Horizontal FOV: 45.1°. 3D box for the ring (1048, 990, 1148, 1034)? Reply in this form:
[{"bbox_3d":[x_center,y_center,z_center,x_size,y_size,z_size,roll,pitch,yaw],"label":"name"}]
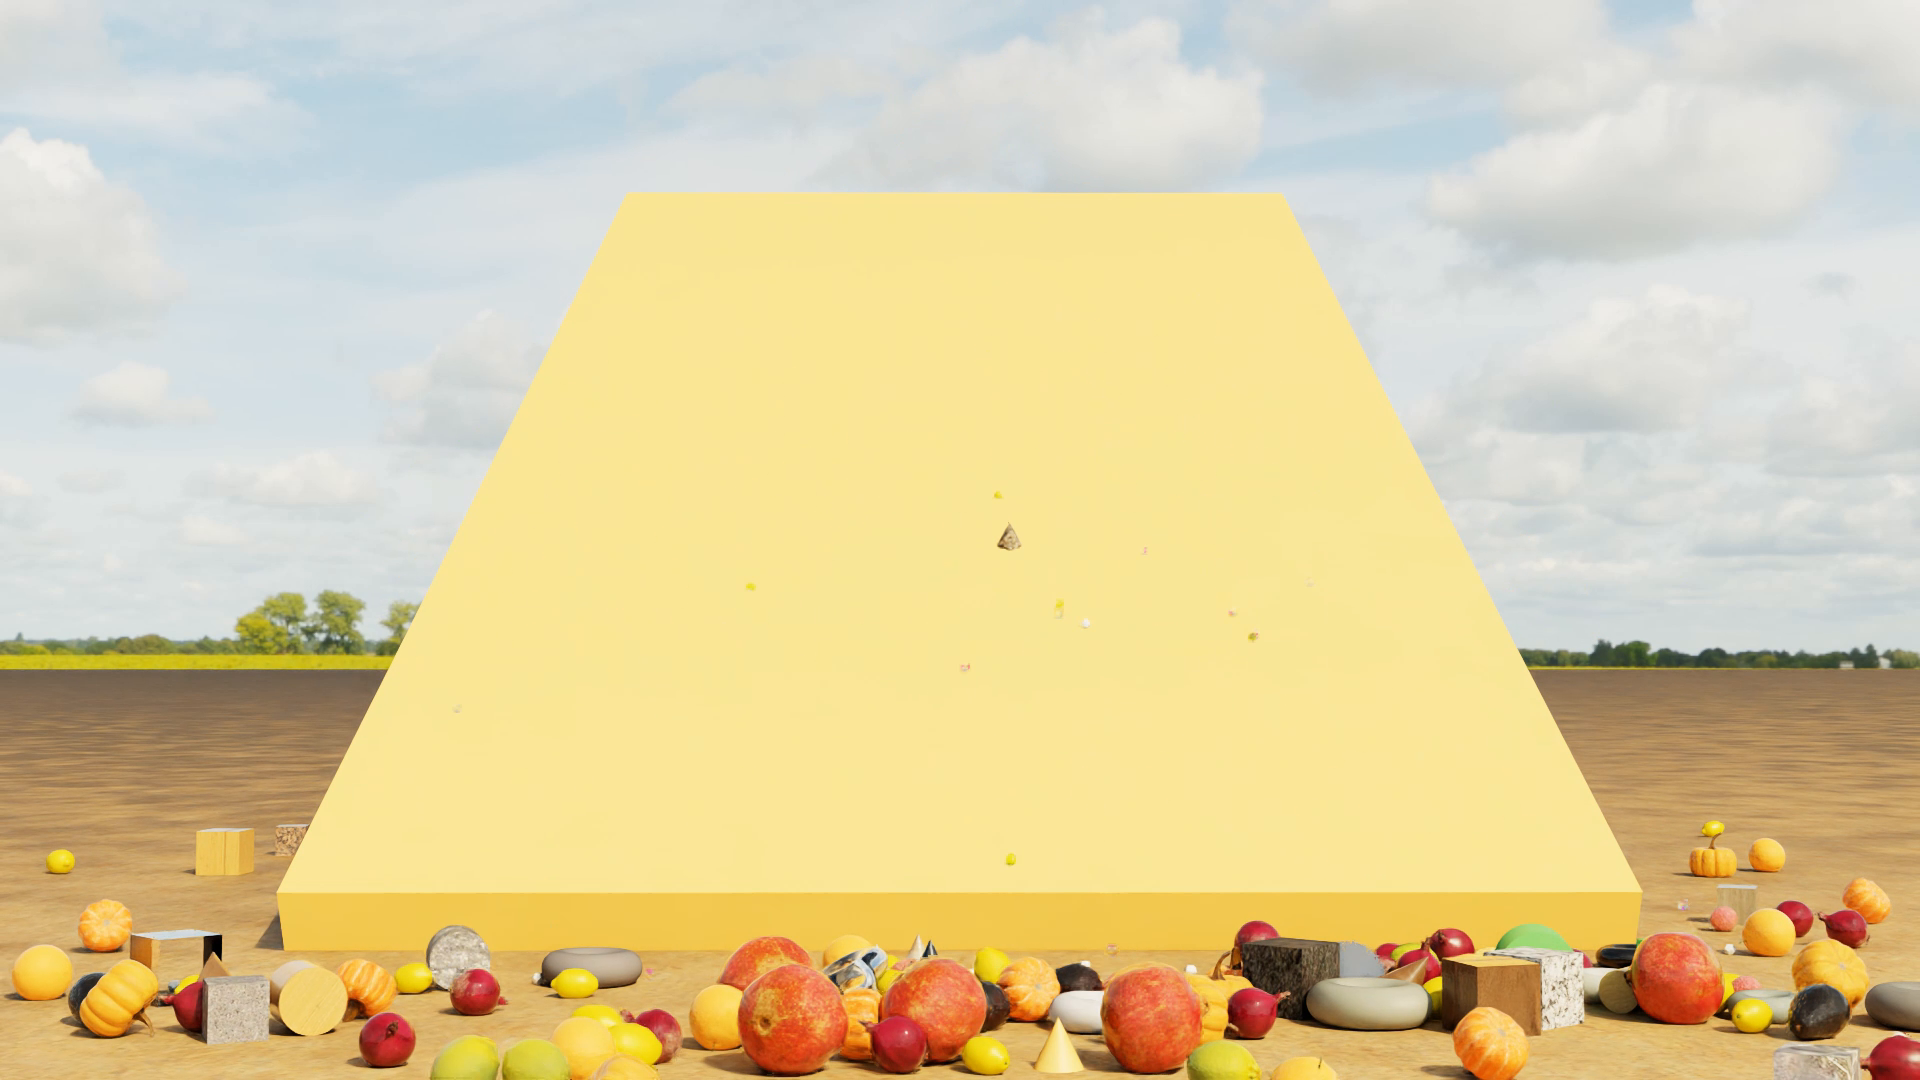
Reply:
[{"bbox_3d":[0.161,0.550,2.695,0.116,0.039,0.116,1,-3,0],"label":"ring"}]

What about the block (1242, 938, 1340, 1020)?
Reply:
[{"bbox_3d":[0.403,0.533,2.815,0.085,0.085,0.085,-3,-4,41],"label":"block"}]

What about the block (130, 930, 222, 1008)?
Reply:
[{"bbox_3d":[-0.990,0.539,2.921,0.083,0.083,0.083,3,-4,-43],"label":"block"}]

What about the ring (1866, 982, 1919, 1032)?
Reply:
[{"bbox_3d":[1.136,0.547,2.713,0.141,0.047,0.141,1,-4,0],"label":"ring"}]

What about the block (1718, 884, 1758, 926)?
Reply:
[{"bbox_3d":[1.274,0.597,3.791,0.059,0.059,0.059,-1,-3,22],"label":"block"}]

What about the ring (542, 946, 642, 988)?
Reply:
[{"bbox_3d":[-0.488,0.567,3.072,0.133,0.044,0.133,1,-4,0],"label":"ring"}]

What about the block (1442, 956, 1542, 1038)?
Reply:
[{"bbox_3d":[0.613,0.527,2.673,0.081,0.081,0.081,1,-3,-17],"label":"block"}]

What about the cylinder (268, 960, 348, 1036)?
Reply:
[{"bbox_3d":[-0.758,0.530,2.680,0.077,0.077,0.077,2,-3,-28],"label":"cylinder"}]

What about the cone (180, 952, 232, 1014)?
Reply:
[{"bbox_3d":[-0.890,0.557,2.815,0.083,0.083,0.083,28,-8,-9],"label":"cone"}]

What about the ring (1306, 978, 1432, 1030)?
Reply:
[{"bbox_3d":[0.483,0.547,2.732,0.147,0.049,0.147,1,-4,0],"label":"ring"}]

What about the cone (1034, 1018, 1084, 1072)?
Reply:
[{"bbox_3d":[0.103,0.528,2.433,0.054,0.054,0.054,0,-3,0],"label":"cone"}]

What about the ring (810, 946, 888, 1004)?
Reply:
[{"bbox_3d":[-0.140,0.548,2.912,0.109,0.036,0.109,-28,2,1],"label":"ring"}]

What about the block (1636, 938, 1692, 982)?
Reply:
[{"bbox_3d":[0.953,0.566,3.129,0.051,0.051,0.051,2,-3,-28],"label":"block"}]

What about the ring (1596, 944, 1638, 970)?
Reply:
[{"bbox_3d":[0.934,0.582,3.226,0.094,0.031,0.094,-1,-4,0],"label":"ring"}]

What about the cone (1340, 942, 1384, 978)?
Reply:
[{"bbox_3d":[0.478,0.560,2.898,0.089,0.089,0.089,0,-30,-5],"label":"cone"}]

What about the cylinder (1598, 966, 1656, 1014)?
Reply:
[{"bbox_3d":[0.817,0.550,2.833,0.052,0.052,0.052,-2,-4,37],"label":"cylinder"}]

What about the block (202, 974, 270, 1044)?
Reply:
[{"bbox_3d":[-0.822,0.532,2.626,0.066,0.066,0.066,1,-3,-23],"label":"block"}]

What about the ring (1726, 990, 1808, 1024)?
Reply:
[{"bbox_3d":[0.965,0.558,2.767,0.092,0.031,0.092,-1,-2,0],"label":"ring"}]

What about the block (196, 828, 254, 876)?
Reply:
[{"bbox_3d":[-1.489,0.631,4.690,0.087,0.087,0.087,0,-3,2],"label":"block"}]

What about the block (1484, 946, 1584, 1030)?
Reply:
[{"bbox_3d":[0.679,0.530,2.742,0.083,0.083,0.083,3,-4,-41],"label":"block"}]

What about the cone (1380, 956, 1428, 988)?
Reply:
[{"bbox_3d":[0.551,0.531,2.819,0.064,0.064,0.064,39,1,-1],"label":"cone"}]

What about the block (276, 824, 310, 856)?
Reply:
[{"bbox_3d":[-1.483,0.667,5.143,0.064,0.064,0.064,0,-3,-7],"label":"block"}]

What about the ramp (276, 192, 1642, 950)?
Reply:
[{"bbox_3d":[-0.007,-0.226,5.247,2.000,0.100,4.000,0,23,0],"label":"ramp"}]

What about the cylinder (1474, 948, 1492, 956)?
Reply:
[{"bbox_3d":[0.680,0.553,2.952,0.059,0.059,0.059,0,-3,8],"label":"cylinder"}]

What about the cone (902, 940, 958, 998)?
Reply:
[{"bbox_3d":[-0.038,0.548,2.975,0.072,0.072,0.072,0,-3,0],"label":"cone"}]

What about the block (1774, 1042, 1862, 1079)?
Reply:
[{"bbox_3d":[0.799,0.508,2.155,0.065,0.065,0.065,-2,-4,31],"label":"block"}]

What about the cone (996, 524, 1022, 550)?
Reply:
[{"bbox_3d":[0.098,-0.013,4.559,0.050,0.050,0.050,0,23,0],"label":"cone"}]

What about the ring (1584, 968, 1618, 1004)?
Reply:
[{"bbox_3d":[0.816,0.563,2.921,0.108,0.036,0.108,1,-2,0],"label":"ring"}]

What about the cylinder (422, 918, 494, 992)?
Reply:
[{"bbox_3d":[-0.658,0.548,3.036,0.078,0.078,0.078,1,13,-26],"label":"cylinder"}]

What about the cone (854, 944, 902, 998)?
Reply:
[{"bbox_3d":[-0.107,0.551,2.978,0.065,0.065,0.065,0,-3,0],"label":"cone"}]

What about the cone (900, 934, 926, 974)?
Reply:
[{"bbox_3d":[-0.058,0.569,3.192,0.053,0.053,0.053,0,-3,0],"label":"cone"}]
